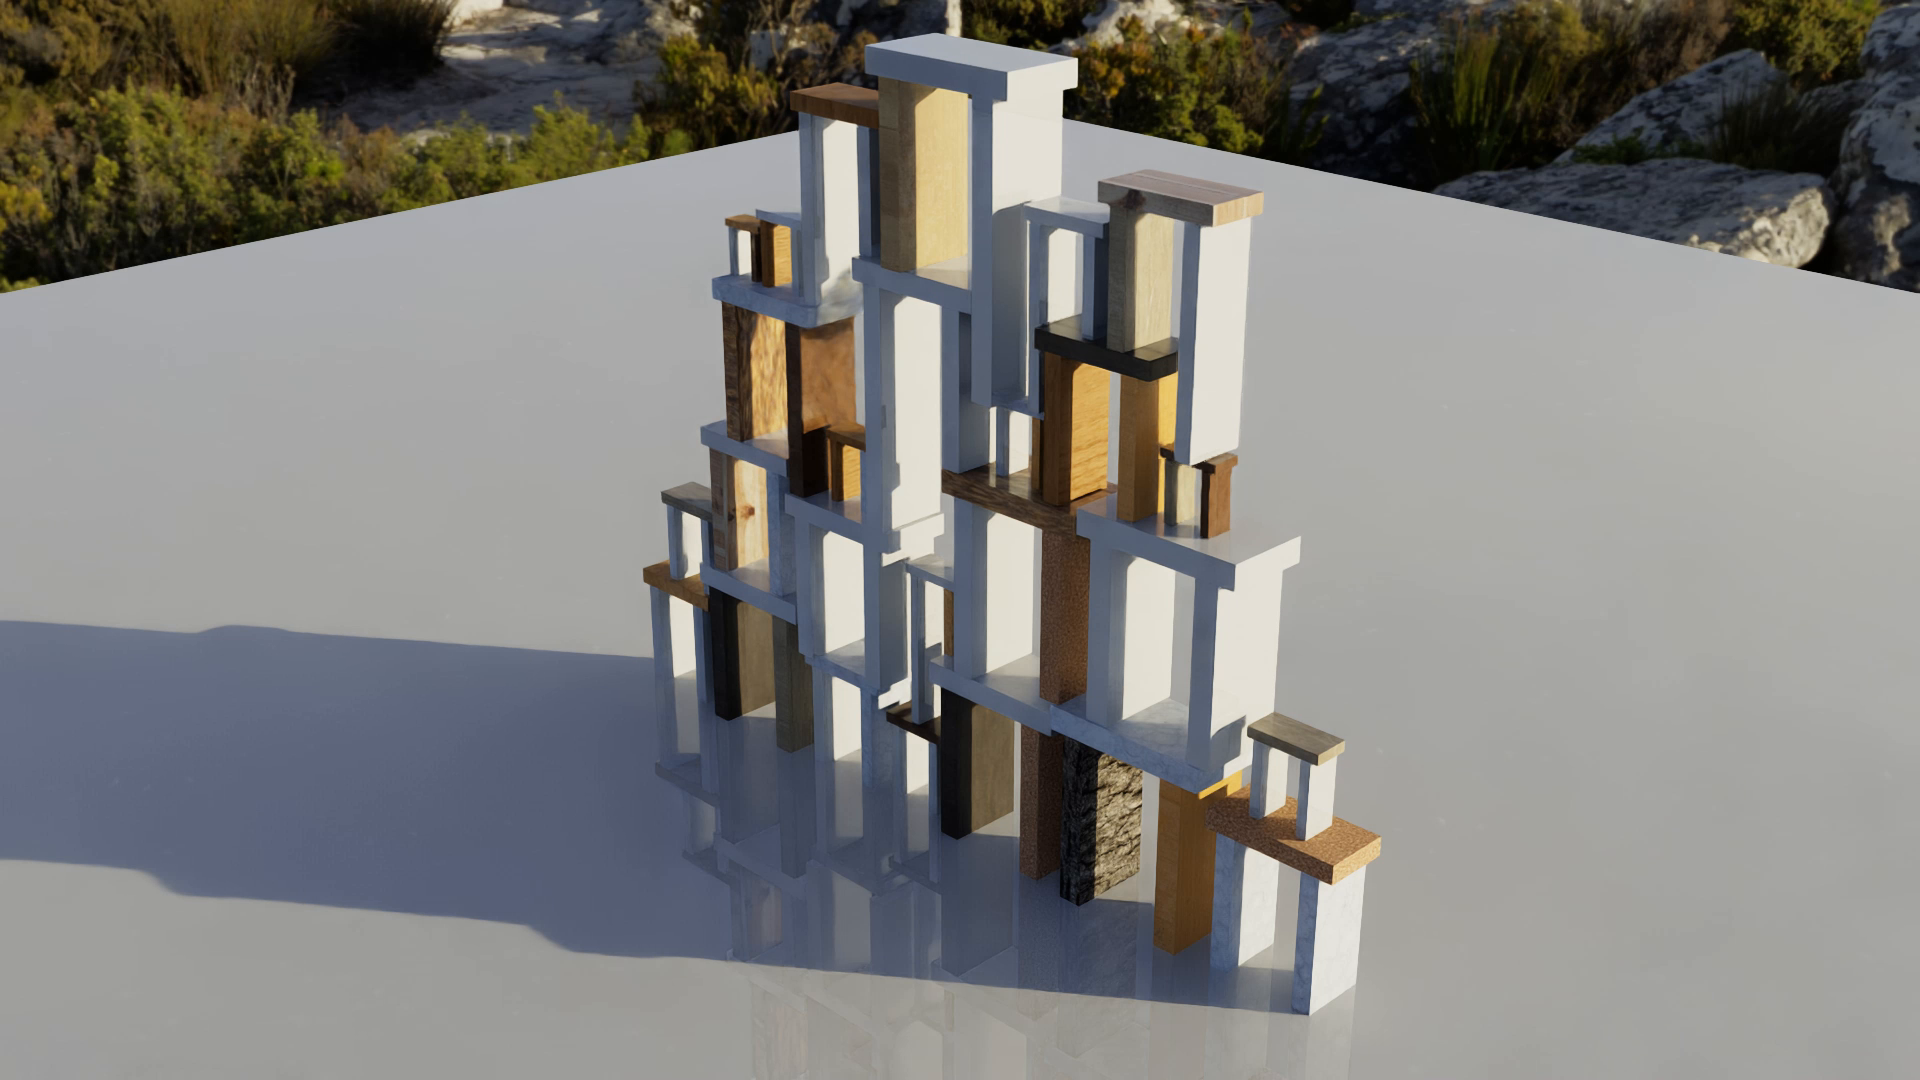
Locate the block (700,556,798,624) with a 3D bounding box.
[{"bbox_3d":[-0.395,0.091,4.690,0.312,0.044,0.156,21,31,41],"label":"block"}]

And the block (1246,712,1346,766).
[{"bbox_3d":[0.573,0.338,3.751,0.150,0.021,0.075,21,31,41],"label":"block"}]

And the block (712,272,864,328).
[{"bbox_3d":[-0.346,-0.488,4.398,0.292,0.041,0.146,21,31,41],"label":"block"}]

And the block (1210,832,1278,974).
[{"bbox_3d":[0.512,0.625,3.938,0.039,0.274,0.137,21,31,41],"label":"block"}]

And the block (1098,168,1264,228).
[{"bbox_3d":[0.358,-0.559,3.586,0.124,0.035,0.248,-21,29,-40],"label":"block"}]

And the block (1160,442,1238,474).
[{"bbox_3d":[0.404,-0.142,3.721,0.060,0.017,0.120,-23,32,-39],"label":"block"}]

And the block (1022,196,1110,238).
[{"bbox_3d":[0.205,-0.553,3.760,0.181,0.026,0.090,21,30,40],"label":"block"}]

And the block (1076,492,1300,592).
[{"bbox_3d":[0.392,-0.009,3.802,0.176,0.050,0.353,-21,31,-41],"label":"block"}]

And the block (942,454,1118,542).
[{"bbox_3d":[0.144,-0.088,4.035,0.336,0.048,0.168,21,31,41],"label":"block"}]

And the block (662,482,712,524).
[{"bbox_3d":[-0.562,-0.083,4.798,0.176,0.025,0.088,21,31,41],"label":"block"}]

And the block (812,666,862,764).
[{"bbox_3d":[-0.258,0.352,4.647,0.031,0.221,0.111,21,31,41],"label":"block"}]

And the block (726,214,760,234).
[{"bbox_3d":[-0.419,-0.634,4.410,0.101,0.014,0.050,21,31,40],"label":"block"}]

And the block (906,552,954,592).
[{"bbox_3d":[-0.032,0.064,4.282,0.070,0.020,0.140,-21,31,-41],"label":"block"}]

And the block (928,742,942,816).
[{"bbox_3d":[-0.026,0.469,4.450,0.023,0.161,0.081,21,31,41],"label":"block"}]

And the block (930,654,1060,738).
[{"bbox_3d":[0.112,0.277,4.222,0.323,0.046,0.162,21,31,41],"label":"block"}]

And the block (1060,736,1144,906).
[{"bbox_3d":[0.268,0.499,4.141,0.049,0.346,0.173,21,31,41],"label":"block"}]

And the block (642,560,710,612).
[{"bbox_3d":[-0.590,0.095,4.905,0.230,0.033,0.115,21,31,41],"label":"block"}]

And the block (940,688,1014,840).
[{"bbox_3d":[0.035,0.417,4.364,0.046,0.323,0.162,21,31,41],"label":"block"}]

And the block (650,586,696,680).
[{"bbox_3d":[-0.644,0.195,5.007,0.033,0.230,0.115,21,31,41],"label":"block"}]

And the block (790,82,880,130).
[{"bbox_3d":[-0.191,-0.810,4.097,0.243,0.034,0.121,21,31,41],"label":"block"}]

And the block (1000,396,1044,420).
[{"bbox_3d":[0.128,-0.249,3.983,0.135,0.019,0.067,21,31,41],"label":"block"}]

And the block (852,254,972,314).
[{"bbox_3d":[-0.036,-0.486,4.056,0.312,0.044,0.156,21,31,40],"label":"block"}]

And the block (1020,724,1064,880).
[{"bbox_3d":[0.188,0.477,4.223,0.046,0.323,0.162,21,31,41],"label":"block"}]

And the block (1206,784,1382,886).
[{"bbox_3d":[0.576,0.506,3.817,0.274,0.039,0.137,21,31,41],"label":"block"}]

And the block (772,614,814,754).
[{"bbox_3d":[-0.322,0.284,4.692,0.044,0.312,0.156,21,31,41],"label":"block"}]

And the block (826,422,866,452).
[{"bbox_3d":[-0.197,-0.203,4.348,0.130,0.018,0.065,21,31,41],"label":"block"}]

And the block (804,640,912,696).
[{"bbox_3d":[-0.206,0.256,4.549,0.221,0.031,0.111,21,31,41],"label":"block"}]

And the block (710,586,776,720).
[{"bbox_3d":[-0.469,0.226,4.828,0.044,0.312,0.156,21,31,41],"label":"block"}]

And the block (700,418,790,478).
[{"bbox_3d":[-0.399,-0.201,4.572,0.274,0.039,0.137,21,31,41],"label":"block"}]

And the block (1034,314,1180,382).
[{"bbox_3d":[0.268,-0.334,3.788,0.261,0.037,0.130,21,31,40],"label":"block"}]

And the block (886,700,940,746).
[{"bbox_3d":[-0.064,0.369,4.449,0.161,0.023,0.081,21,31,41],"label":"block"}]

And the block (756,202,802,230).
[{"bbox_3d":[-0.331,-0.635,4.317,0.136,0.019,0.068,21,31,40],"label":"block"}]

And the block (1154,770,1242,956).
[{"bbox_3d":[0.431,0.563,3.990,0.049,0.346,0.173,21,31,41],"label":"block"}]

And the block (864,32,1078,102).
[{"bbox_3d":[0.017,-0.830,3.851,0.350,0.050,0.175,21,31,40],"label":"block"}]

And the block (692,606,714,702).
[{"bbox_3d":[-0.536,0.237,4.907,0.033,0.230,0.115,21,31,41],"label":"block"}]

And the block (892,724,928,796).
[{"bbox_3d":[-0.102,0.439,4.520,0.023,0.161,0.081,21,31,41],"label":"block"}]

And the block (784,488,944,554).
[{"bbox_3d":[-0.194,-0.054,4.407,0.304,0.043,0.152,21,31,41],"label":"block"}]

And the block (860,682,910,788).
[{"bbox_3d":[-0.153,0.393,4.551,0.031,0.221,0.111,21,31,41],"label":"block"}]

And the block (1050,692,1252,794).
[{"bbox_3d":[0.350,0.349,3.989,0.346,0.049,0.173,21,31,41],"label":"block"}]
